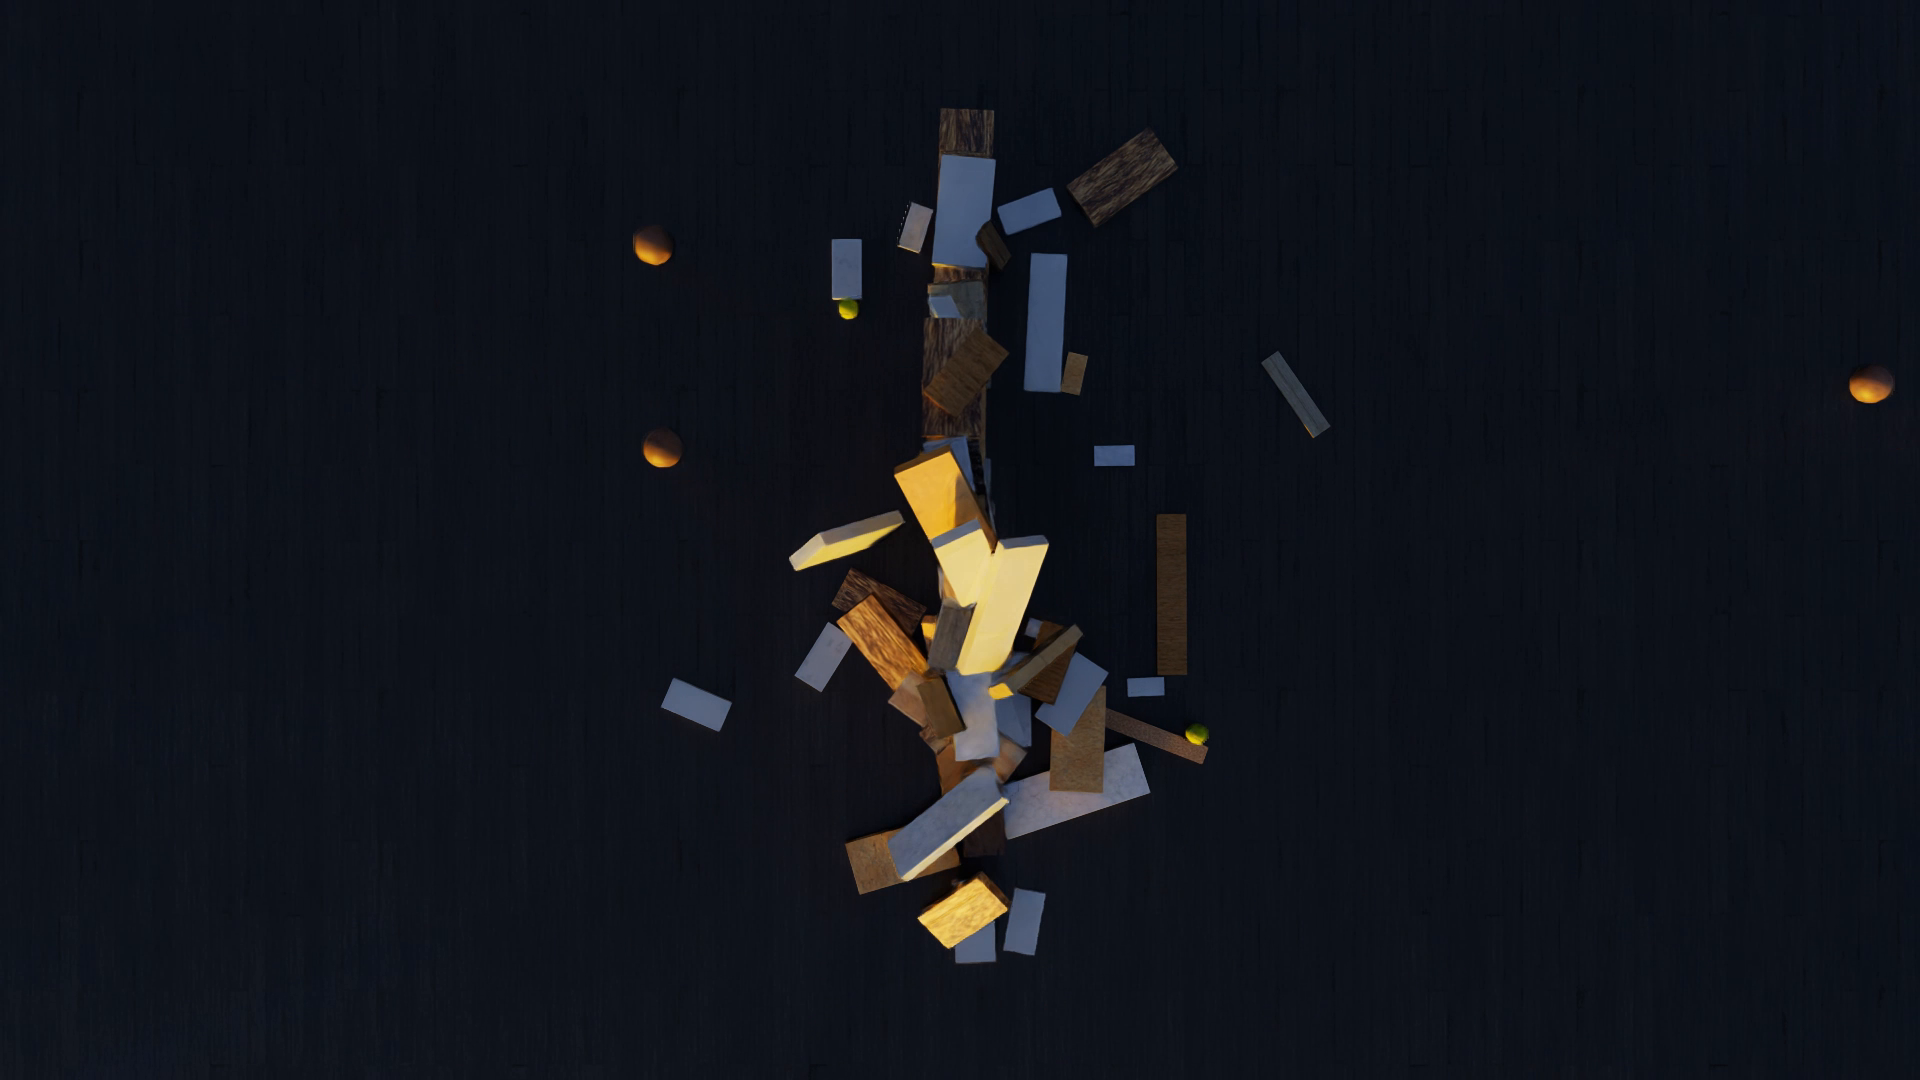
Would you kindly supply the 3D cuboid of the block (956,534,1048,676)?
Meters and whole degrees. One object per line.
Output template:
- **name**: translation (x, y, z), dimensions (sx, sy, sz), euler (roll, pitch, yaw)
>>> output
- **block**: translation (0.118, 0.191, 4.714), dimensions (0.142, 0.040, 0.489), euler (-7, 133, -28)

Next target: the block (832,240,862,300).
- **block**: translation (-0.376, -0.900, 5.486), dimensions (0.098, 0.028, 0.196), euler (0, 90, 0)

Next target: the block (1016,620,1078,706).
- **block**: translation (0.292, 0.403, 5.421), dimensions (0.126, 0.036, 0.253), euler (17, 78, 20)

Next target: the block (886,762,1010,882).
- **block**: translation (-0.042, 0.910, 5.324), dimensions (0.443, 0.042, 0.147), euler (-41, 48, 15)

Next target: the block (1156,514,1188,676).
- **block**: translation (0.703, 0.181, 5.486), dimensions (0.098, 0.028, 0.534), euler (0, 90, 0)

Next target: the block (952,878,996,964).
- **block**: translation (0.047, 1.265, 5.481), dimensions (0.134, 0.038, 0.268), euler (-2, 90, 0)

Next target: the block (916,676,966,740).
- **block**: translation (-0.059, 0.531, 5.232), dimensions (0.093, 0.026, 0.185), euler (-22, 91, 21)

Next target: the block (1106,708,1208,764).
- **block**: translation (0.608, 0.637, 5.491), dimensions (0.446, 0.017, 0.061), euler (21, 90, 0)

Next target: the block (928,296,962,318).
- **block**: translation (-0.047, -0.728, 5.257), dimensions (0.076, 0.151, 0.021), euler (-5, 130, -17)

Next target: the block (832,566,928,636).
- **block**: translation (-0.268, 0.219, 5.480), dimensions (0.284, 0.040, 0.142), euler (28, 90, 0)

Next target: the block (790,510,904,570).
- **block**: translation (-0.360, -0.001, 5.297), dimensions (0.168, 0.383, 0.048), euler (-38, 78, 39)

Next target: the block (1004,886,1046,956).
- **block**: translation (0.214, 1.267, 5.485), dimensions (0.105, 0.030, 0.210), euler (10, 90, 0)

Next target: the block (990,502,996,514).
- **block**: translation (0.051, -0.031, 4.885), dimensions (0.089, 0.025, 0.177), euler (9, 72, -3)

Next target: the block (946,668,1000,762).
- **block**: translation (0.035, 0.486, 5.257), dimensions (0.142, 0.040, 0.427), euler (-7, 97, -4)

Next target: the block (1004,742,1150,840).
- **block**: translation (0.365, 0.831, 5.475), dimensions (0.499, 0.049, 0.175), euler (-18, 90, 0)

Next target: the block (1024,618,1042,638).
- **block**: translation (0.281, 0.304, 5.491), dimensions (0.122, 0.017, 0.061), euler (18, 90, 0)

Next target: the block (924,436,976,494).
- **block**: translation (-0.022, -0.162, 4.612), dimensions (0.121, 0.034, 0.242), euler (-9, 110, 3)

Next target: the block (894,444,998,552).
- **block**: translation (-0.035, -0.088, 4.585), dimensions (0.168, 0.048, 0.336), euler (-22, 118, 10)

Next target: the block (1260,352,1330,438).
- **block**: translation (1.117, -0.484, 5.491), dimensions (0.067, 0.019, 0.306), euler (-35, 90, 0)

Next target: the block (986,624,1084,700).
- **block**: translation (0.222, 0.363, 4.899), dimensions (0.294, 0.147, 0.042), euler (-38, 92, -24)

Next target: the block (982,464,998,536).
- **block**: translation (0.018, -0.028, 4.797), dimensions (0.169, 0.048, 0.360), euler (-10, 107, 3)

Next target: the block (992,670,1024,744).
- **block**: translation (0.112, 0.562, 5.396), dimensions (0.126, 0.036, 0.253), euler (-21, 98, -17)

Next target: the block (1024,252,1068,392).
- **block**: translation (0.284, -0.721, 5.483), dimensions (0.121, 0.034, 0.456), euler (3, 90, 0)

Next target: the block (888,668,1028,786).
- **block**: translation (-0.006, 0.604, 5.348), dimensions (0.461, 0.038, 0.134), euler (36, 98, 0)

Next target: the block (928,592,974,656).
- **block**: translation (-0.010, 0.198, 4.891), dimensions (0.089, 0.025, 0.336), euler (15, 91, -1)

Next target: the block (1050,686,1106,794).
- **block**: translation (0.389, 0.654, 5.438), dimensions (0.175, 0.049, 0.349), euler (2, 80, 4)

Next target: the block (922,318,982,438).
- **block**: translation (-0.022, -0.467, 4.758), dimensions (0.169, 0.048, 0.338), euler (1, 89, 0)

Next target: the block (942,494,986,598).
- **block**: translation (0.014, 0.018, 4.714), dimensions (0.142, 0.040, 0.284), euler (-6, 107, 2)

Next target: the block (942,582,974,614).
- **block**: translation (-0.008, 0.218, 4.917), dimensions (0.093, 0.026, 0.185), euler (1, 91, -1)

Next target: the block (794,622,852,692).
- **block**: translation (-0.449, 0.388, 5.485), dimensions (0.105, 0.030, 0.210), euler (32, 90, 0)

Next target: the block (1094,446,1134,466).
- **block**: translation (0.513, -0.280, 5.491), dimensions (0.133, 0.019, 0.067), euler (-1, 90, 0)
